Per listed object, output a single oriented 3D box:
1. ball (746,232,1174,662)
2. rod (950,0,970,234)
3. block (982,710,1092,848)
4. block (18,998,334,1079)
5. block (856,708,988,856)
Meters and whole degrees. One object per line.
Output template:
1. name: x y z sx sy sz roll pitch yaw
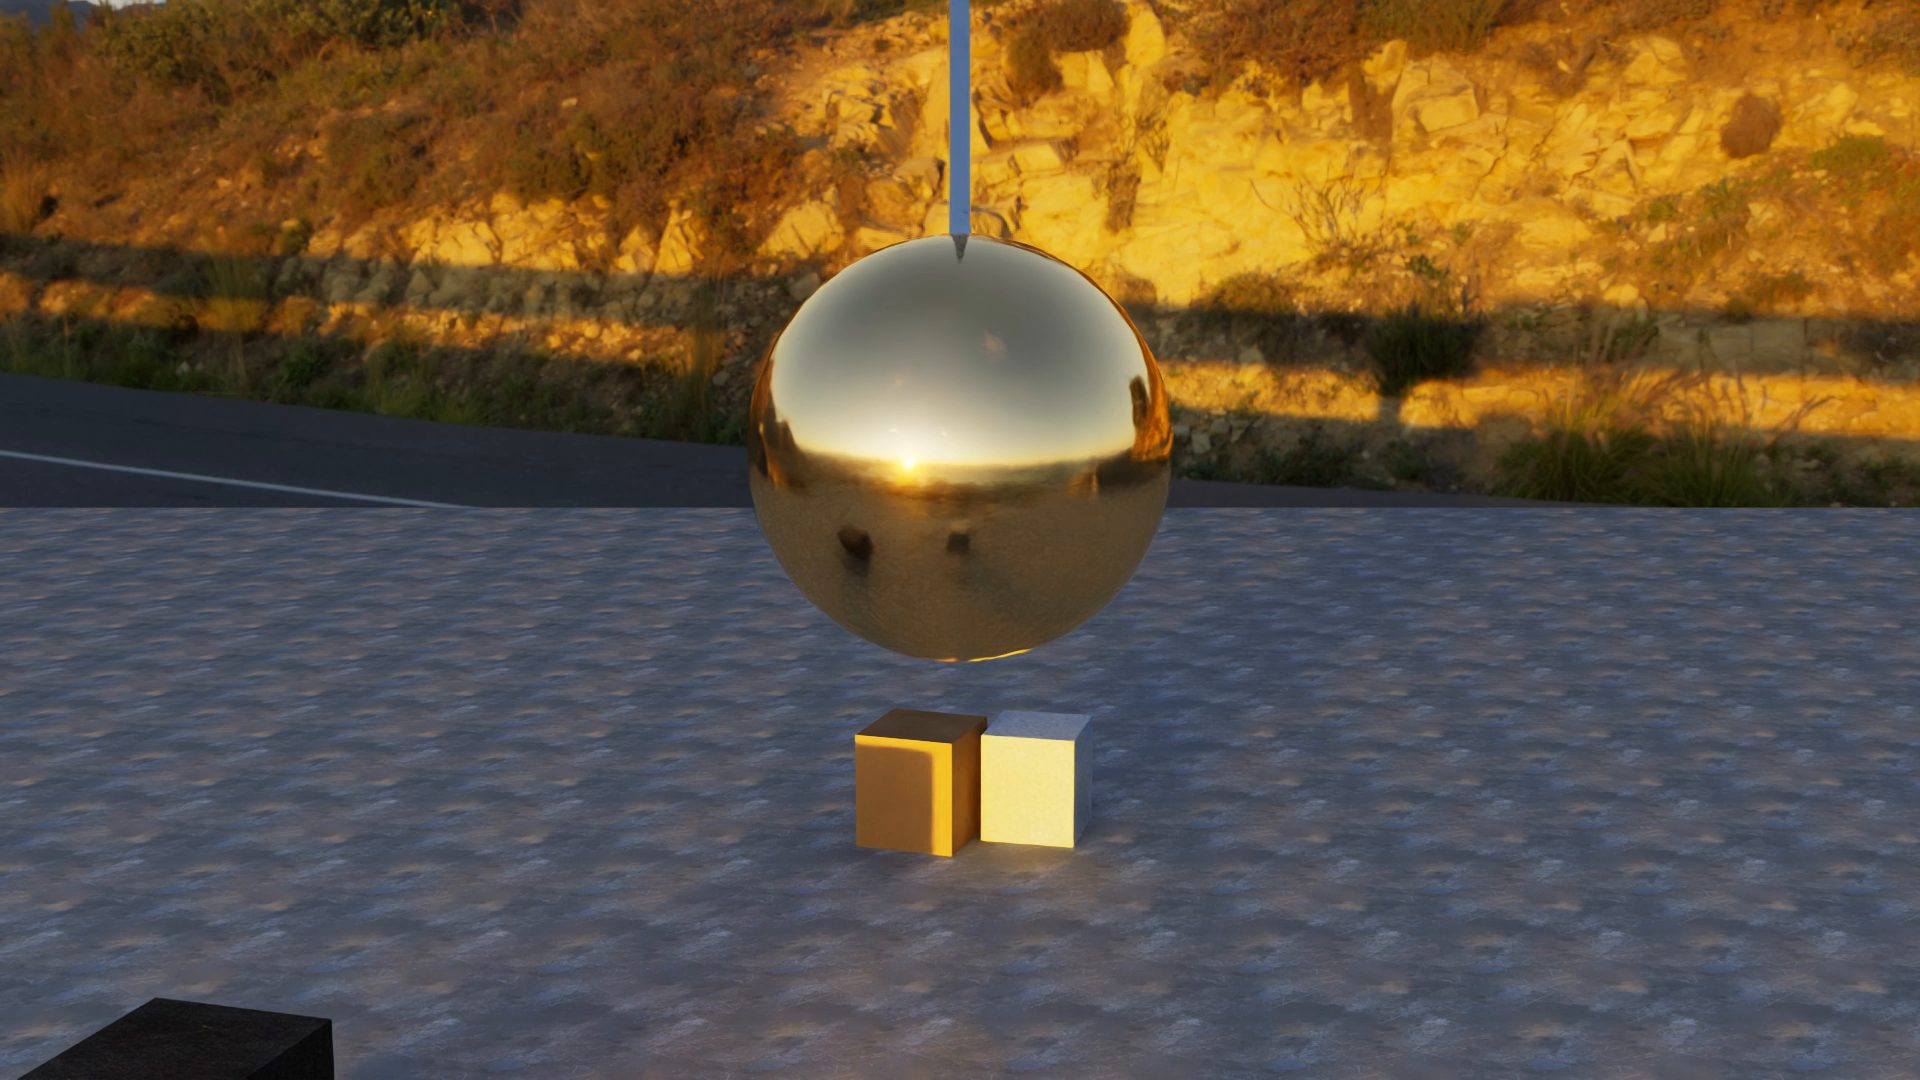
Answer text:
1. ball: 0.000 -0.343 8.240 1.600 1.600 1.600 0 10 0
2. rod: 0.000 -3.579 9.283 0.080 5.200 0.080 0 -18 0
3. block: 0.399 1.220 11.311 0.476 0.552 0.515 3 11 14
4. block: -2.511 1.945 7.103 0.678 0.631 0.724 3 11 16
5. block: -0.192 1.226 11.206 0.510 0.578 0.549 4 11 19
